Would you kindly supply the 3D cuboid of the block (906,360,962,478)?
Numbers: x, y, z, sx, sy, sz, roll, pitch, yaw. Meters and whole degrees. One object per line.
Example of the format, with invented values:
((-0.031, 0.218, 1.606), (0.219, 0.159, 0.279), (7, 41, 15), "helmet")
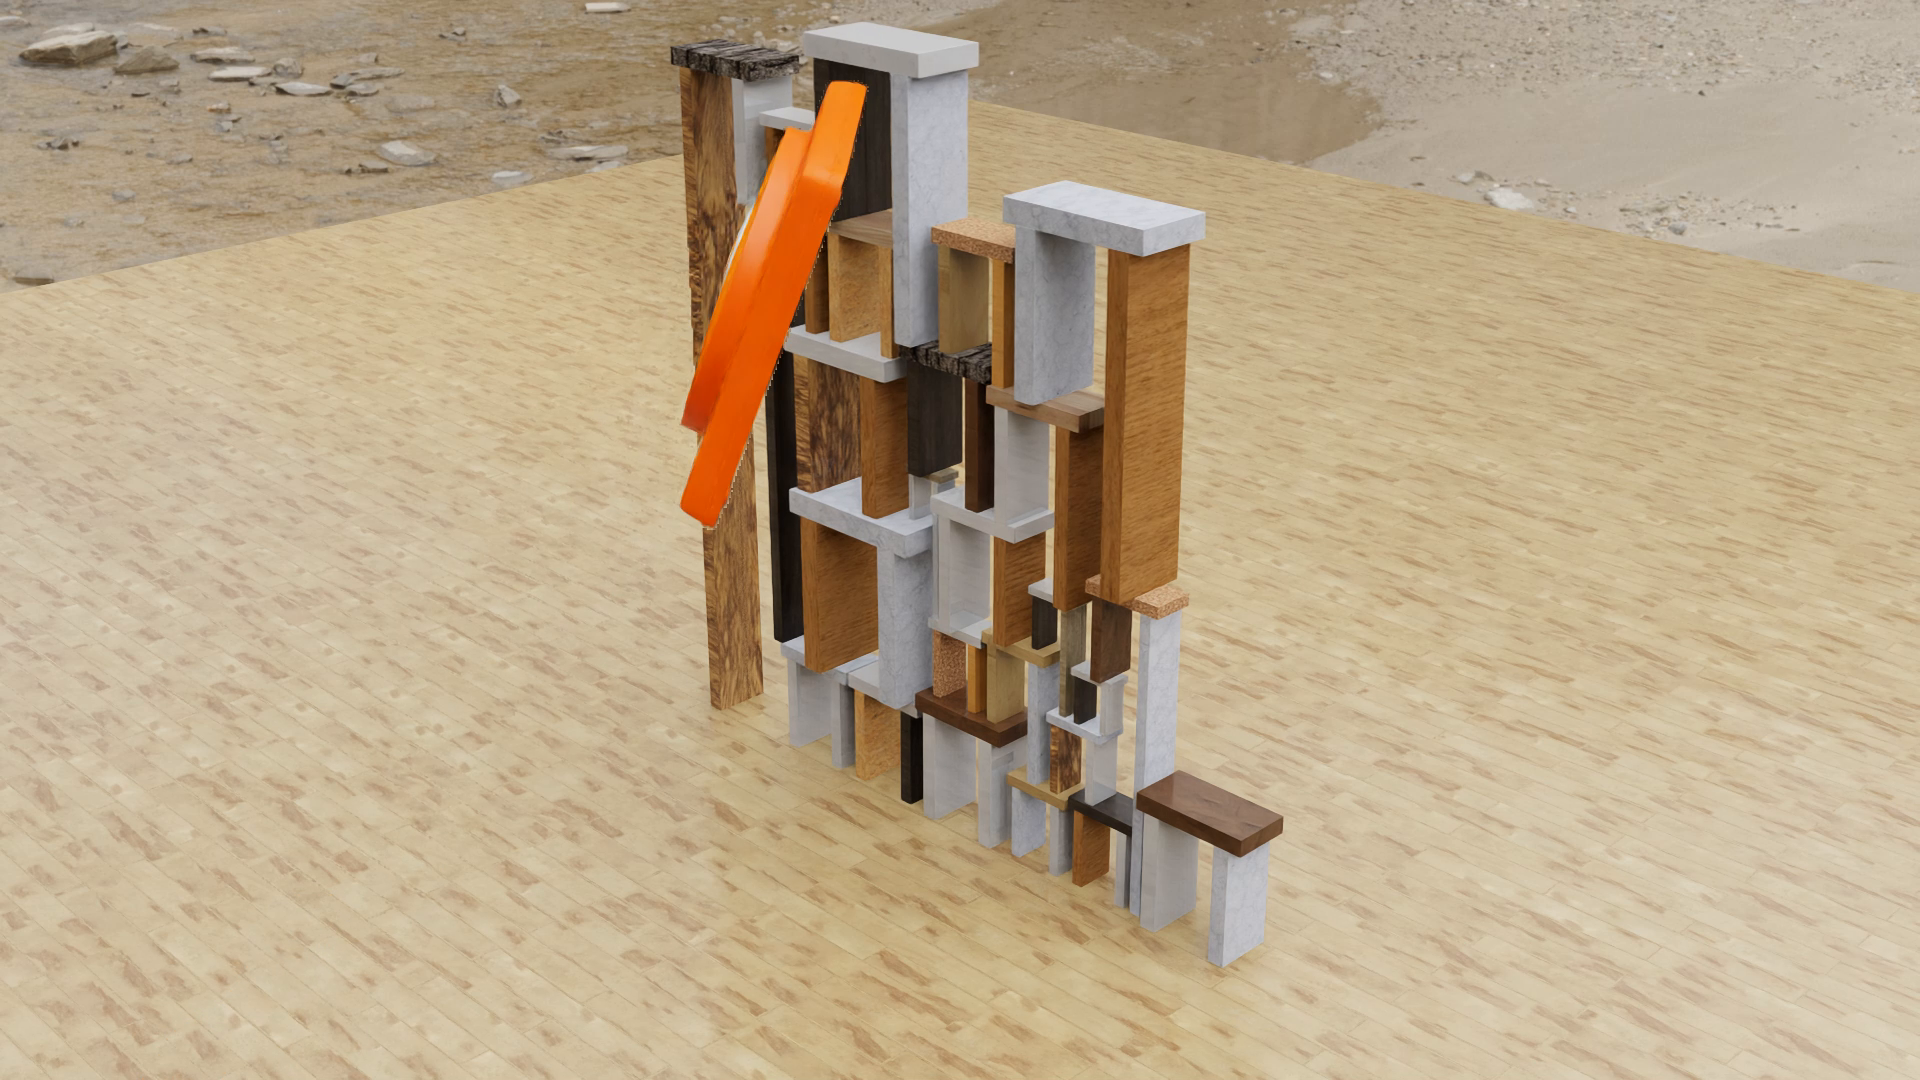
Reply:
((-0.047, -0.244, 4.175), (0.114, 0.229, 0.032), (-21, 31, -40), "block")

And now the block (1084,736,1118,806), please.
((0.265, 0.425, 4.119), (0.067, 0.134, 0.019), (-21, 31, -41), "block")

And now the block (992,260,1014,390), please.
((0.103, -0.397, 3.944), (0.029, 0.235, 0.101), (21, 31, 41), "block")

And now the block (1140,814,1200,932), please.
((0.388, 0.592, 4.057), (0.034, 0.240, 0.120), (21, 31, 41), "block")

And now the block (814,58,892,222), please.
((-0.199, -0.759, 4.117), (0.151, 0.302, 0.043), (-21, 31, -40), "block")

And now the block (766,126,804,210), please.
((-0.337, -0.728, 4.273), (0.023, 0.163, 0.081), (21, 31, 41), "block")

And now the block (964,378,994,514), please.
((0.061, -0.188, 4.081), (0.032, 0.257, 0.114), (21, 31, 40), "block")

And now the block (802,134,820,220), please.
((-0.260, -0.699, 4.202), (0.023, 0.163, 0.081), (21, 31, 41), "block")

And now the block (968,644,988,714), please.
((0.048, 0.259, 4.285), (0.072, 0.144, 0.020), (-21, 31, -41), "block")

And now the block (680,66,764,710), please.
((-0.498, -0.296, 4.645), (0.123, 1.416, 0.035), (-21, 31, -41), "block")

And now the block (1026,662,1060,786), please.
((0.165, 0.338, 4.194), (0.081, 0.256, 0.023), (-21, 31, -41), "block")

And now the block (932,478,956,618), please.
((-0.031, 0.014, 4.262), (0.014, 0.285, 0.049), (21, 31, 41), "block")

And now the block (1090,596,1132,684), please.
((0.276, 0.168, 4.003), (0.024, 0.170, 0.085), (21, 31, 40), "block")

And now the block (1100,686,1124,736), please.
((0.280, 0.309, 4.049), (0.049, 0.097, 0.014), (-21, 31, -40), "block")

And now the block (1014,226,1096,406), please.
((0.167, -0.410, 3.868), (0.045, 0.318, 0.159), (21, 31, 41), "block")

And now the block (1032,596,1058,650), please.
((0.159, 0.147, 4.120), (0.054, 0.109, 0.015), (-21, 31, -41), "block")

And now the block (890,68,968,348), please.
((-0.054, -0.612, 4.026), (0.151, 0.501, 0.043), (-22, 31, -41), "block")

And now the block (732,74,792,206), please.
((-0.384, -0.789, 4.309), (0.123, 0.246, 0.035), (-21, 31, -40), "block")

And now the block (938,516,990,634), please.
((0.008, 0.051, 4.231), (0.031, 0.239, 0.109), (21, 31, 41), "block")

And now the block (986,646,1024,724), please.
((0.089, 0.266, 4.246), (0.023, 0.162, 0.081), (21, 31, 41), "block")

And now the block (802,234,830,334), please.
((-0.257, -0.508, 4.286), (0.028, 0.197, 0.099), (21, 31, 40), "block")

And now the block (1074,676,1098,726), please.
((0.234, 0.291, 4.091), (0.014, 0.097, 0.049), (21, 31, 40), "block")

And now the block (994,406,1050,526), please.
((0.114, -0.150, 4.032), (0.032, 0.225, 0.113), (21, 31, 41), "block")

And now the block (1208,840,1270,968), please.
((0.502, 0.637, 3.952), (0.034, 0.240, 0.120), (21, 31, 41), "block")

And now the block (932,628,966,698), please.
((-0.020, 0.233, 4.347), (0.020, 0.144, 0.072), (21, 31, 41), "block")

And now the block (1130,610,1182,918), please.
((0.356, 0.405, 4.017), (0.085, 0.617, 0.024), (-21, 31, -41), "block")

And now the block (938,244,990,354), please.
((0.007, -0.450, 4.025), (0.101, 0.203, 0.029), (-22, 31, -40), "block")

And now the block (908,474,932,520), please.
((-0.077, -0.091, 4.267), (0.014, 0.097, 0.049), (21, 31, 40), "block")

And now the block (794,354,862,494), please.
((-0.261, -0.249, 4.397), (0.041, 0.286, 0.143), (21, 31, 40), "block")

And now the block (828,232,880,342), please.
((-0.203, -0.497, 4.237), (0.030, 0.214, 0.107), (21, 31, 40), "block")

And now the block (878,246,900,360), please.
((-0.102, -0.458, 4.145), (0.030, 0.214, 0.107), (21, 31, 40), "block")

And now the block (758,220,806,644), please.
((-0.350, -0.218, 4.512), (0.099, 0.909, 0.028), (-21, 31, -41), "block")

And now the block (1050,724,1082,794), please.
((0.202, 0.405, 4.179), (0.019, 0.144, 0.067), (21, 31, 41), "block")

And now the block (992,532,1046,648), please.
((0.112, 0.082, 4.133), (0.109, 0.219, 0.031), (-21, 31, -41), "block")

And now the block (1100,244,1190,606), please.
((0.318, -0.206, 3.792), (0.045, 0.634, 0.159), (21, 31, 40), "block")

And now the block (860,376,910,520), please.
((-0.126, -0.196, 4.274), (0.041, 0.286, 0.143), (21, 31, 40), "block")

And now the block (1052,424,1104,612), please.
((0.220, -0.051, 3.959), (0.112, 0.350, 0.032), (-21, 31, -41), "block")

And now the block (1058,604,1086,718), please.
((0.210, 0.220, 4.095), (0.015, 0.224, 0.054), (21, 31, 40), "block")
